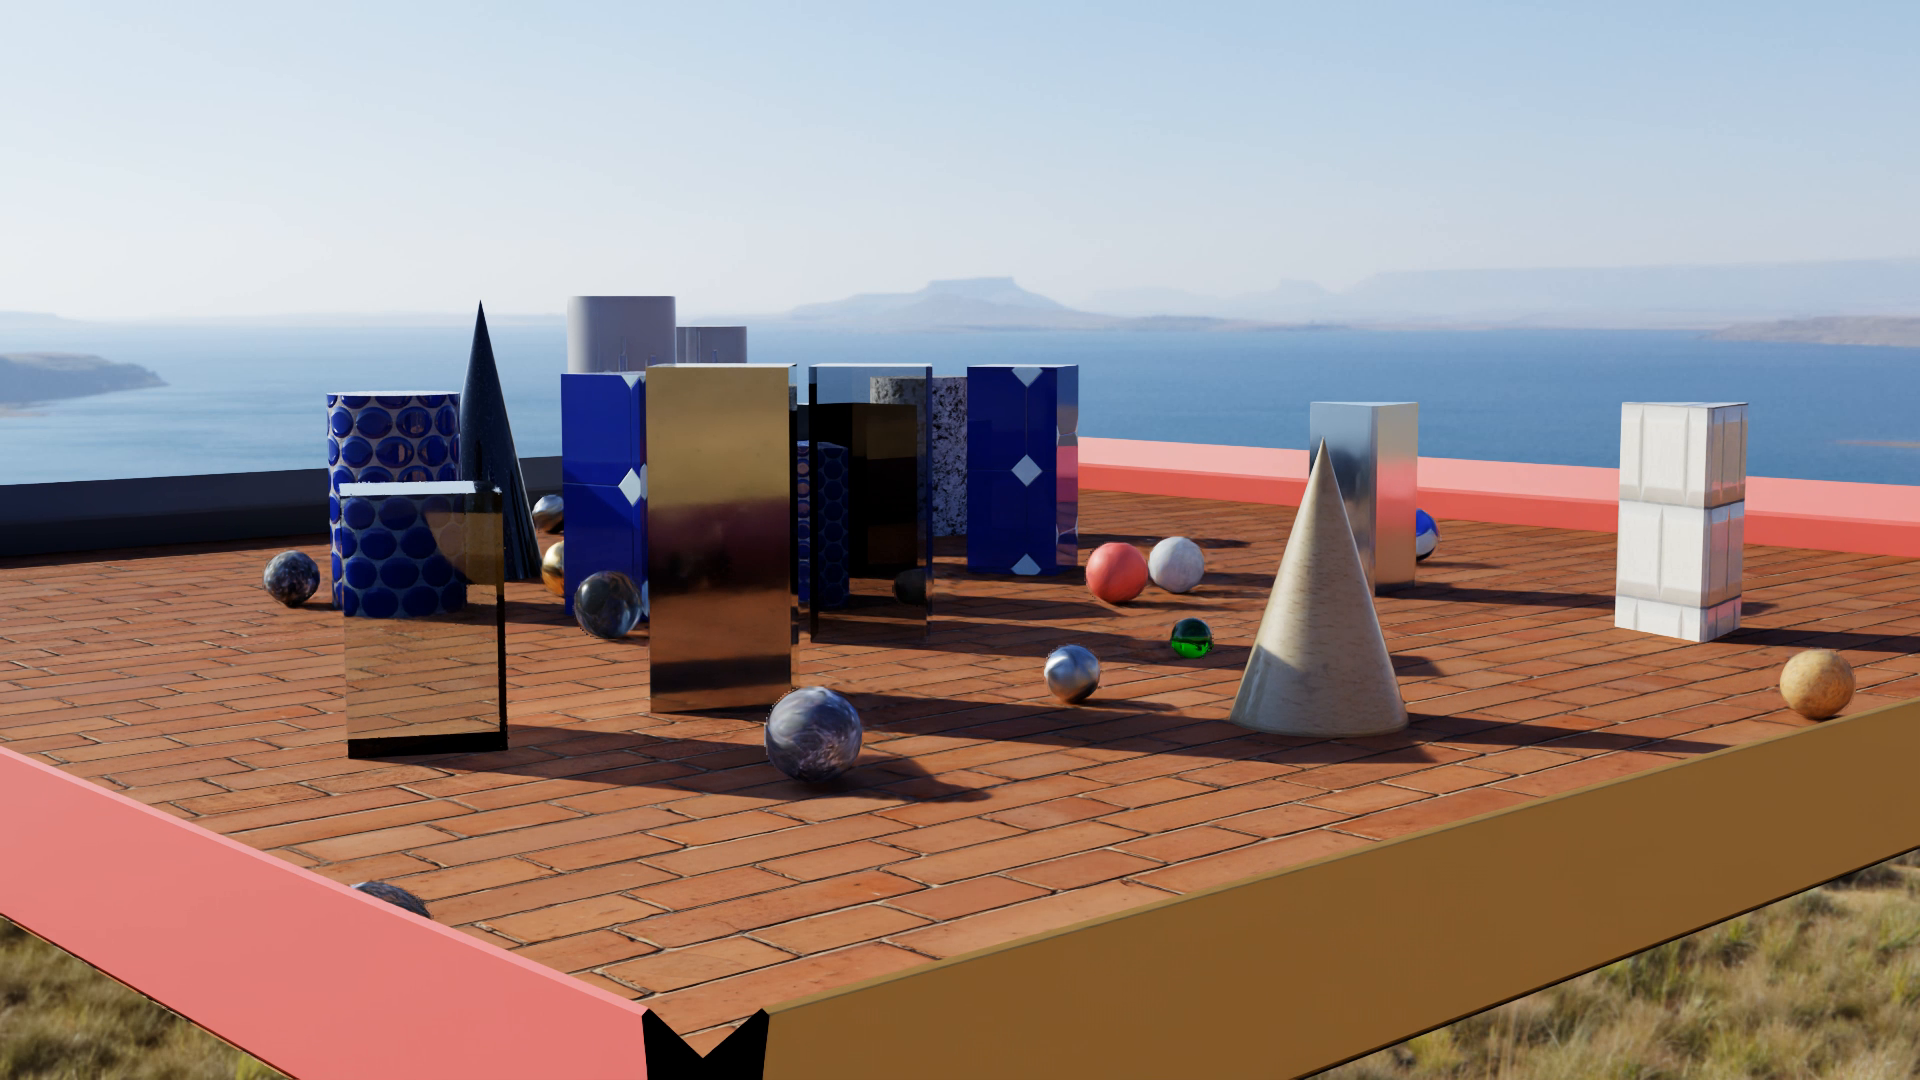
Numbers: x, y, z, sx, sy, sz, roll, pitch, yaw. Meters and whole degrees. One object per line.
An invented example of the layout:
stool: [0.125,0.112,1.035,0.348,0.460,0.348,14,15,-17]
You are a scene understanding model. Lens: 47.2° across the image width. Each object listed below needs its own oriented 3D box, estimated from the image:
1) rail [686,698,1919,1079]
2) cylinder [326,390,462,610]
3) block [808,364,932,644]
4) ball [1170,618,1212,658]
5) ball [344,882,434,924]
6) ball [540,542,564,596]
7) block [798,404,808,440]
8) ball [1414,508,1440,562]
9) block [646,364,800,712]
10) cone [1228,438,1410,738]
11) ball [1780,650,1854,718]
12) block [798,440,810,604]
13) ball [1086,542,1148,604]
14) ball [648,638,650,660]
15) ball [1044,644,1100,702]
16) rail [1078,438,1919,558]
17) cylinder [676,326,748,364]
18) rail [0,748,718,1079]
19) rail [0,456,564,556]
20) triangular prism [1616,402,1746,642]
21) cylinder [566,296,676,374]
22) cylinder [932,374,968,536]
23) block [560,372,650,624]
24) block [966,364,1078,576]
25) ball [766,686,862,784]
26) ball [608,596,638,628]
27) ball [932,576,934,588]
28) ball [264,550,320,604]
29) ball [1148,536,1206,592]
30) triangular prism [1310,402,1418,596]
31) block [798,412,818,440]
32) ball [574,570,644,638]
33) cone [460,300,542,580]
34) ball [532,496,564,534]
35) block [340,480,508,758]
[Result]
rail: [1.110,0.158,2.136,3.384,0.126,0.045,-5,8,-42]
cylinder: [-0.849,-0.061,3.312,0.195,0.320,0.195,0,6,0]
block: [-0.119,-0.054,3.002,0.156,0.370,0.156,0,6,2]
ball: [0.296,0.125,2.814,0.053,0.053,0.053,0,6,0]
ball: [-0.371,0.259,1.378,0.087,0.087,0.087,0,6,0]
ball: [-0.607,0.044,3.420,0.088,0.088,0.088,0,6,0]
block: [-0.181,-0.095,3.816,0.156,0.282,0.156,6,8,44]
ball: [0.794,-0.008,3.873,0.097,0.097,0.097,0,6,0]
block: [-0.266,-0.007,2.494,0.156,0.382,0.156,0,6,-1]
cone: [0.390,0.042,2.376,0.195,0.309,0.195,0,6,0]
ball: [0.936,0.157,2.401,0.075,0.075,0.075,0,6,0]
block: [-0.260,-0.030,3.411,0.156,0.238,0.156,-2,6,-15]
ball: [0.238,0.050,3.338,0.094,0.094,0.094,0,6,0]
ball: [-0.333,0.130,2.634,0.082,0.082,0.082,0,6,0]
ball: [0.128,0.152,2.508,0.064,0.064,0.064,0,6,0]
rail: [1.226,-0.085,4.457,0.045,0.126,3.320,-5,8,-42]
cylinder: [-0.527,-0.227,4.453,0.195,0.411,0.195,0,6,0]
rail: [-1.226,0.151,2.207,0.045,0.126,3.320,-5,8,-42]
rail: [-1.110,-0.092,4.528,3.384,0.126,0.045,-5,8,-42]
triangular prism: [0.986,-0.031,3.049,0.146,0.315,0.169,4,7,34]
cylinder: [-0.608,-0.204,3.968,0.195,0.468,0.195,0,6,0]
cylinder: [-0.078,-0.172,4.405,0.195,0.312,0.195,0,6,0]
block: [-0.470,-0.068,3.221,0.156,0.352,0.156,4,7,36]
block: [0.109,-0.124,3.770,0.156,0.349,0.156,2,6,16]
ball: [-0.138,0.184,2.073,0.091,0.091,0.091,0,6,0]
ball: [-0.473,0.102,3.086,0.043,0.043,0.043,0,6,0]
ball: [-0.068,0.065,3.369,0.057,0.057,0.057,0,6,0]
ball: [-1.010,0.057,3.327,0.081,0.081,0.081,0,6,0]
ball: [0.342,0.039,3.467,0.089,0.089,0.089,0,6,0]
triangular prism: [0.625,-0.070,3.508,0.146,0.297,0.169,4,7,34]
block: [-0.361,-0.118,4.217,0.156,0.245,0.156,-1,6,-13]
ball: [-0.478,0.087,2.988,0.093,0.093,0.093,0,6,0]
cone: [-0.800,-0.174,3.692,0.195,0.464,0.195,0,6,0]
ball: [-0.814,-0.051,4.389,0.076,0.076,0.076,0,6,0]
block: [-0.555,0.077,2.268,0.156,0.263,0.156,-2,6,-16]
